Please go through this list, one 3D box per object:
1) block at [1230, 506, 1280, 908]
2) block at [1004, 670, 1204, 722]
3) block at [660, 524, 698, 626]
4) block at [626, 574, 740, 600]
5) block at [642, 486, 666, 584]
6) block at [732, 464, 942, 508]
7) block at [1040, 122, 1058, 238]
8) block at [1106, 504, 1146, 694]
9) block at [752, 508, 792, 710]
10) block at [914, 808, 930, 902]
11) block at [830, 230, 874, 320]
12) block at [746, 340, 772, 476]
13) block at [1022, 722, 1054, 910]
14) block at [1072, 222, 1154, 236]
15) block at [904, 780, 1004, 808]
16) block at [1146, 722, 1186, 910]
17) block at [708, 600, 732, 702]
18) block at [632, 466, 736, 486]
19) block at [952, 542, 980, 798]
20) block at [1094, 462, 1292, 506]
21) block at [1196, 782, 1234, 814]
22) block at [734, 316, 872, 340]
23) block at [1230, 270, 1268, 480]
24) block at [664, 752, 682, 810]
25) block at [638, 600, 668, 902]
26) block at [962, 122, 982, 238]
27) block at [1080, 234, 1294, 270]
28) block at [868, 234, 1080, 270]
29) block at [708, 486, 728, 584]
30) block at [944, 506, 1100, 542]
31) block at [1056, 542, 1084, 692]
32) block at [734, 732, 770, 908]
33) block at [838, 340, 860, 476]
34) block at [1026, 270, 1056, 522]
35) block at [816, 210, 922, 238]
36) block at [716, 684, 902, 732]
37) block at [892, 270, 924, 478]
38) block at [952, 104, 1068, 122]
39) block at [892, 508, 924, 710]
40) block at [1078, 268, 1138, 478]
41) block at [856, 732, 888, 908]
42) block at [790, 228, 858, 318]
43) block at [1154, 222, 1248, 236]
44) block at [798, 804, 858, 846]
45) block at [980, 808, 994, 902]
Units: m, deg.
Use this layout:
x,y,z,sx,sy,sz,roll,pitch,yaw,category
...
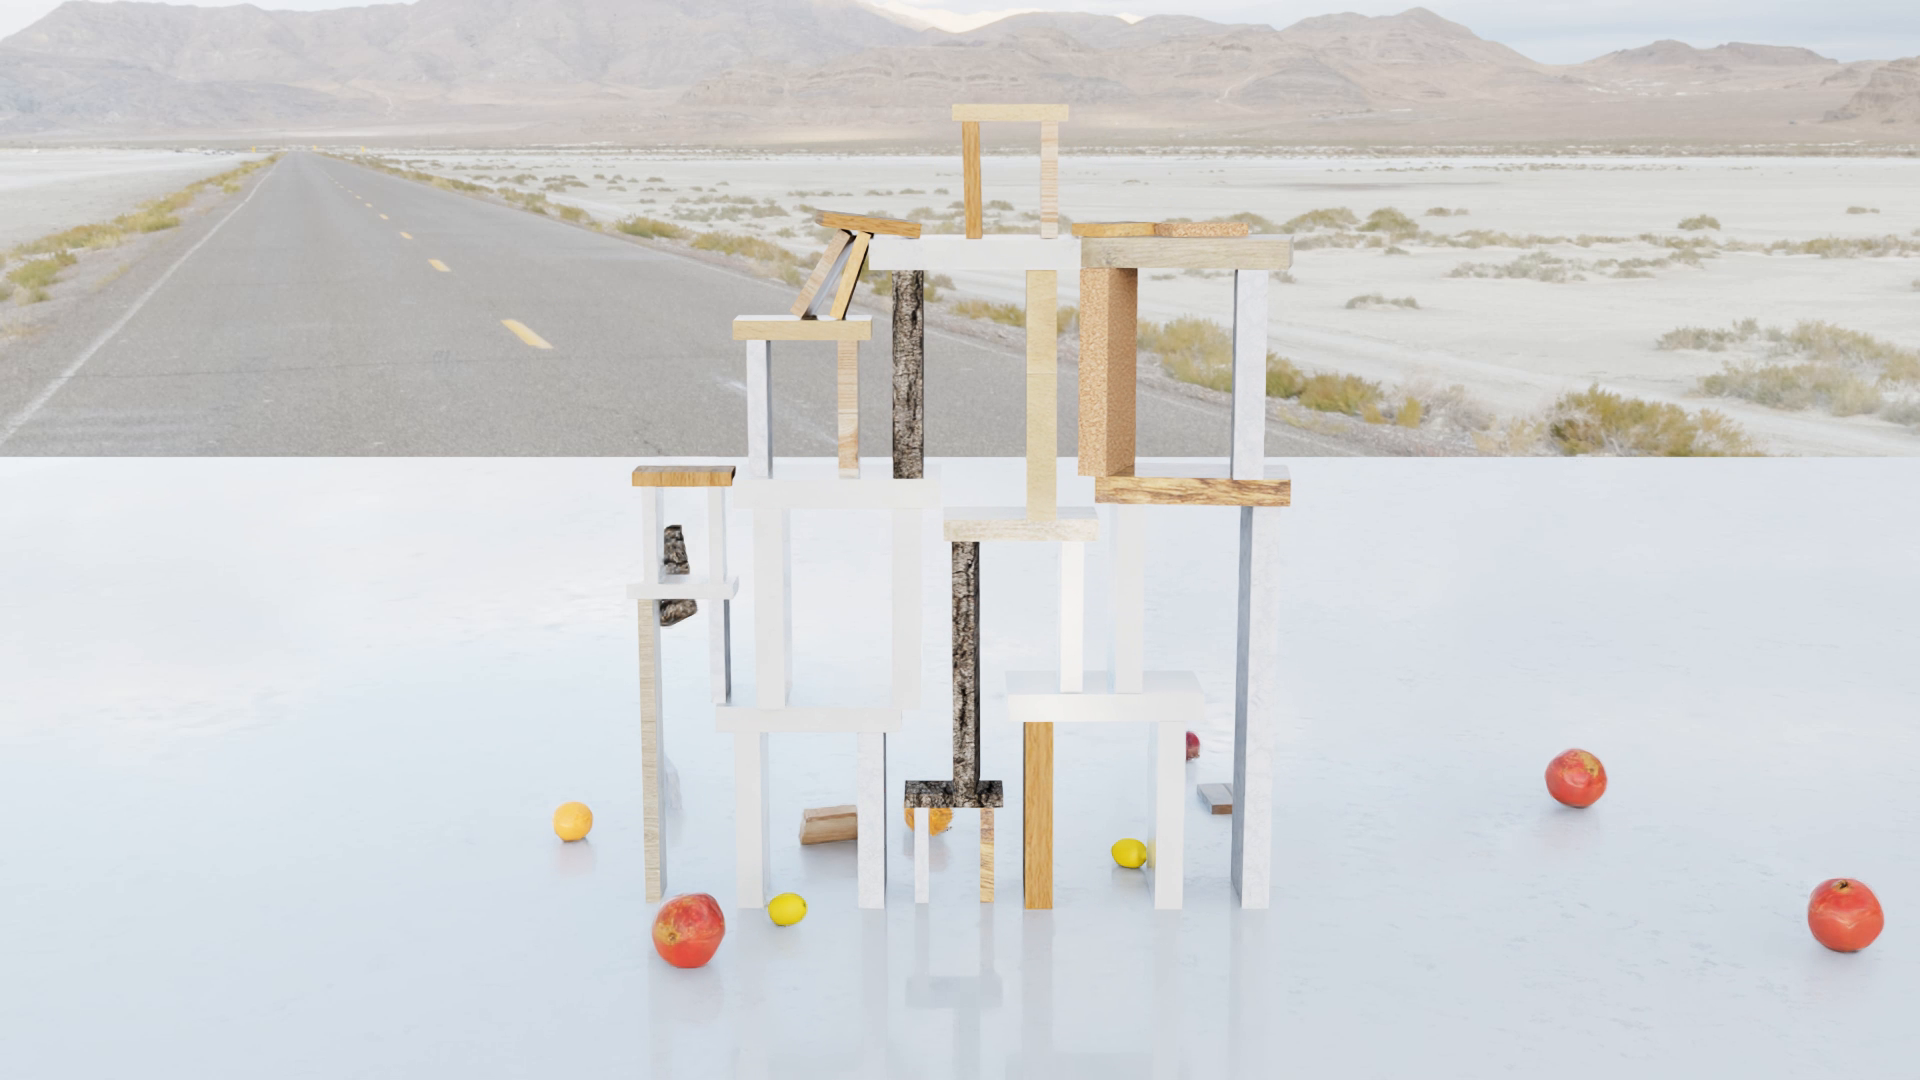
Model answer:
x,y,z,sx,sy,sz,roll,pitch,yaw,category
0.484,0.260,3.613,0.044,0.669,0.154,0,11,0,block
0.234,0.255,3.612,0.317,0.045,0.158,0,11,-1,block
-0.491,0.060,3.733,0.077,0.155,0.022,-25,-18,40,block
-0.449,0.075,3.570,0.172,0.024,0.086,0,11,1,block
-0.495,-0.014,3.552,0.022,0.158,0.079,0,11,1,block
-0.194,-0.087,3.538,0.327,0.046,0.163,0,11,0,block
0.140,-0.566,3.452,0.025,0.179,0.090,0,11,1,block
0.270,0.081,3.586,0.044,0.308,0.154,0,11,-1,block
-0.303,0.096,3.571,0.046,0.327,0.163,0,11,0,block
-0.063,0.511,3.652,0.023,0.162,0.081,0,11,-1,block
-0.171,-0.420,3.477,0.020,0.141,0.071,20,11,-1,block
-0.321,-0.218,3.523,0.030,0.215,0.108,0,11,-1,block
0.129,0.434,3.643,0.045,0.317,0.158,0,11,0,block
0.250,-0.501,3.541,0.067,0.019,0.135,10,15,44,block
-0.010,0.420,3.635,0.162,0.023,0.081,0,11,0,block
0.341,0.434,3.643,0.045,0.317,0.158,0,11,0,block
-0.392,0.172,3.589,0.024,0.172,0.086,0,11,0,block
-0.443,-0.103,3.534,0.158,0.022,0.079,0,10,0,block
0.010,0.199,3.598,0.035,0.424,0.124,1,11,5,block
0.375,-0.091,3.547,0.308,0.044,0.154,1,11,6,block
0.495,0.489,4.160,0.067,0.019,0.135,-1,11,-6,block
-0.248,-0.338,3.501,0.215,0.030,0.108,0,11,0,block
0.459,-0.270,3.498,0.046,0.327,0.163,1,11,5,block
-0.556,0.457,4.187,0.020,0.071,0.141,-8,12,-17,block
-0.506,0.339,3.620,0.024,0.512,0.086,0,11,0,block
0.020,-0.566,3.454,0.025,0.179,0.090,-2,11,1,block
0.364,-0.461,3.506,0.327,0.046,0.163,2,11,11,block
0.025,-0.455,3.473,0.327,0.046,0.163,0,11,1,block
-0.391,-0.014,3.550,0.022,0.158,0.079,0,10,-2,block
0.097,-0.027,3.556,0.248,0.035,0.124,0,11,-1,block
0.179,0.112,3.582,0.035,0.248,0.124,0,11,-1,block
-0.344,0.443,3.646,0.042,0.298,0.149,0,11,0,block
-0.177,-0.218,3.523,0.030,0.215,0.108,0,11,0,block
0.129,-0.239,3.519,0.046,0.396,0.163,0,11,1,block
-0.145,-0.498,3.459,0.155,0.022,0.077,5,11,-14,block
-0.245,0.276,3.614,0.298,0.042,0.149,0,11,0,block
-0.082,-0.272,3.509,0.046,0.327,0.163,0,11,0,block
0.078,-0.667,3.435,0.179,0.025,0.090,0,11,0,block
-0.085,0.096,3.571,0.046,0.327,0.163,0,11,0,block
0.238,-0.275,3.525,0.046,0.327,0.163,4,11,20,block
-0.145,0.443,3.646,0.042,0.298,0.149,0,11,0,block
-0.212,-0.427,3.503,0.022,0.155,0.077,34,16,5,block
0.389,-0.501,3.544,0.135,0.019,0.068,-4,11,-20,block
-0.214,0.506,3.926,0.141,0.071,0.020,-4,40,-21,block
0.045,0.511,3.652,0.023,0.162,0.081,0,11,0,block
